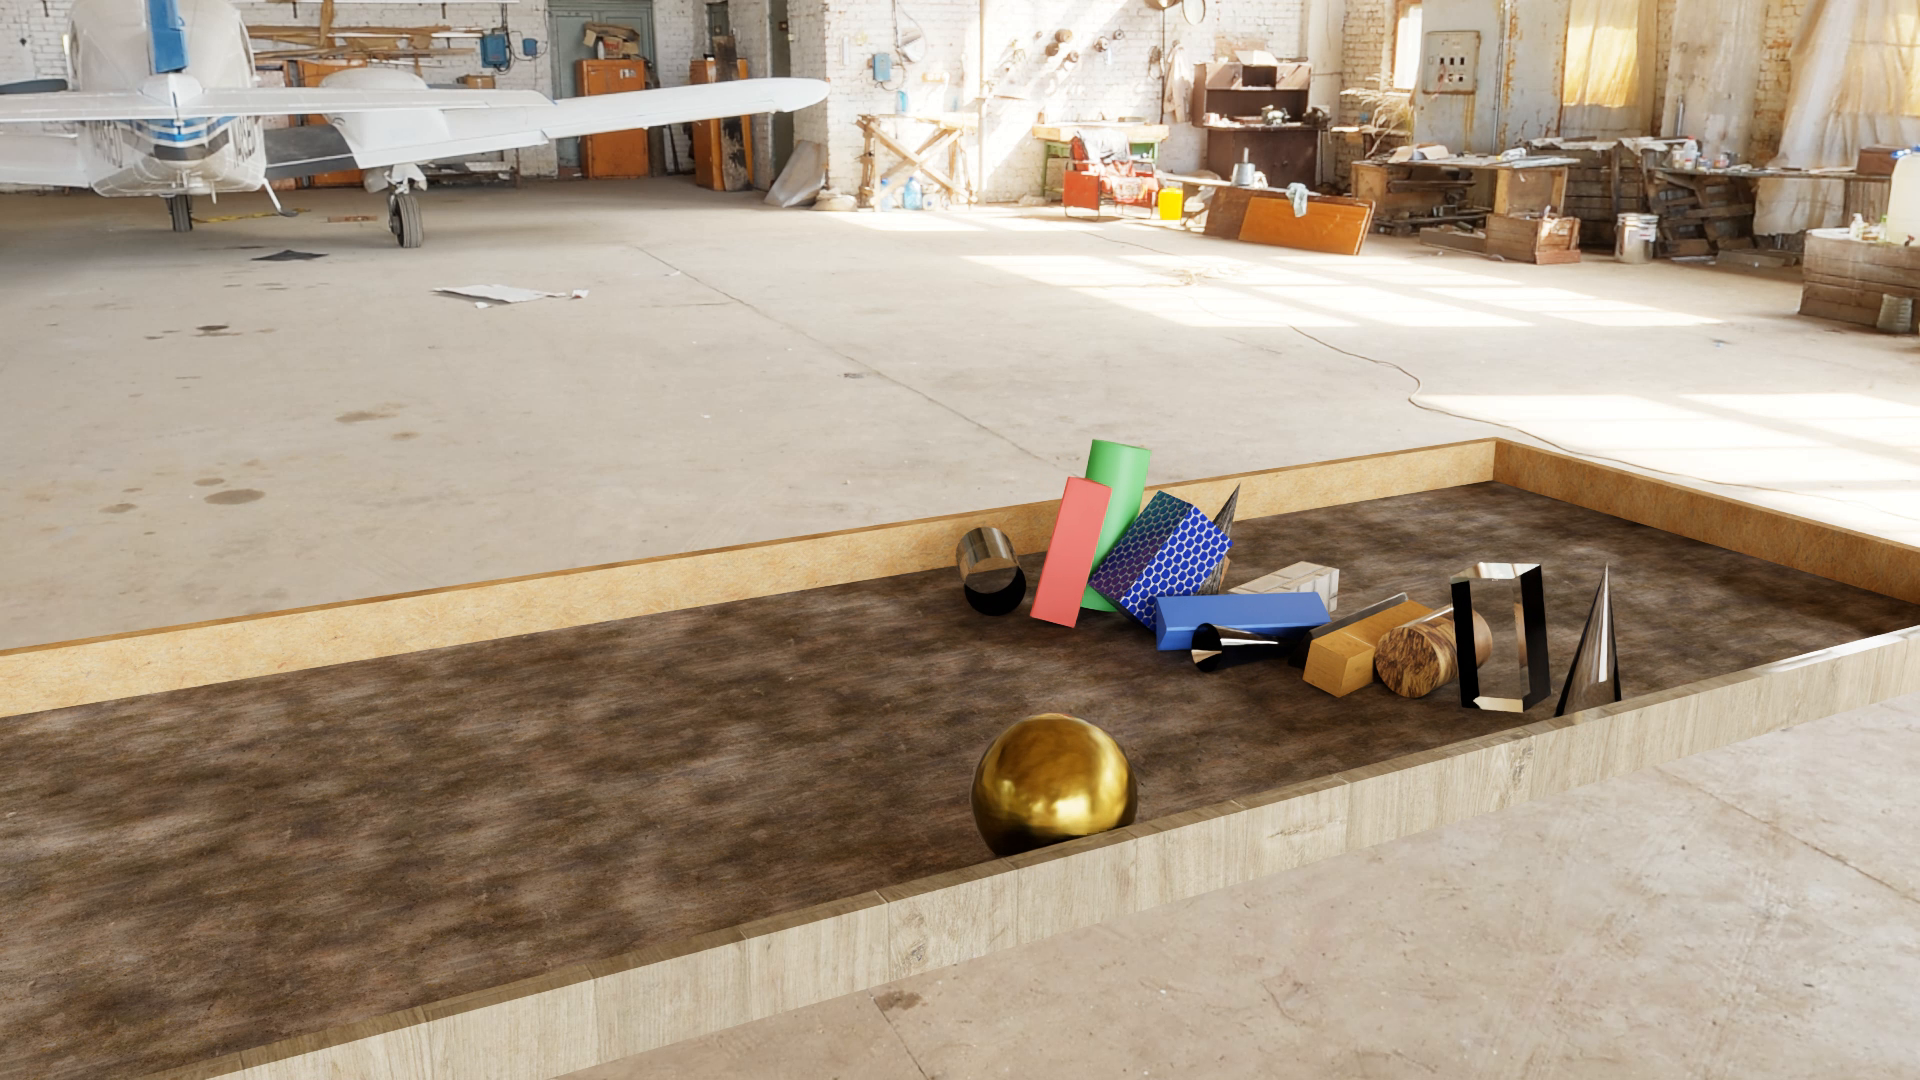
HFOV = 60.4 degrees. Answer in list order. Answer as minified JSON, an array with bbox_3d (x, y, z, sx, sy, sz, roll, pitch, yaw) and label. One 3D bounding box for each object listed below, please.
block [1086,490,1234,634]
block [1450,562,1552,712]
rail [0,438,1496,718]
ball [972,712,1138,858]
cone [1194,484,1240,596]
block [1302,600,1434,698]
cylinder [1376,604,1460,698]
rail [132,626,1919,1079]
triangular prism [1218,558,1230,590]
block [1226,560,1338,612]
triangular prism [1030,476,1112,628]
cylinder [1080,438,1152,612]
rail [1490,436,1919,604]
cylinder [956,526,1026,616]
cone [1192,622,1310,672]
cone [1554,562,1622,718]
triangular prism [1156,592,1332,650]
[{"bbox_3d":[0.545,0.064,4.498,0.179,0.327,0.179,40,-4,-29],"label":"block"},{"bbox_3d":[1.298,0.231,3.957,0.155,0.323,0.155,1,13,44],"label":"block"},{"bbox_3d":[-3.305,0.497,3.399,12.000,0.150,0.050,-9,18,-27],"label":"rail"},{"bbox_3d":[0.180,0.487,3.136,0.316,0.316,0.316,0,16,0],"label":"ball"},{"bbox_3d":[0.709,0.009,4.598,0.155,0.384,0.155,24,-5,2],"label":"cone"},{"bbox_3d":[1.061,0.273,4.205,0.458,0.108,0.108,-15,32,-42],"label":"block"},{"bbox_3d":[1.202,0.268,4.129,0.313,0.176,0.176,-15,22,-42],"label":"cylinder"},{"bbox_3d":[-2.336,1.006,1.665,12.000,0.150,0.050,-9,18,-27],"label":"rail"},{"bbox_3d":[0.739,0.086,4.919,0.088,0.077,0.406,4,17,15],"label":"triangular prism"},{"bbox_3d":[0.896,0.167,4.576,0.119,0.119,0.377,15,22,41],"label":"block"},{"bbox_3d":[0.304,0.027,4.557,0.124,0.398,0.107,15,8,-2],"label":"triangular prism"},{"bbox_3d":[0.410,-0.042,4.635,0.168,0.459,0.168,11,6,-1],"label":"cylinder"},{"bbox_3d":[2.466,-0.048,5.253,0.050,0.150,2.100,-9,18,-27],"label":"rail"},{"bbox_3d":[0.086,0.087,4.747,0.174,0.174,0.304,-1,16,-4],"label":"cylinder"},{"bbox_3d":[0.806,0.278,4.298,0.407,0.126,0.126,1,14,-29],"label":"cone"},{"bbox_3d":[1.459,0.248,3.777,0.166,0.415,0.166,0,16,0],"label":"cone"},{"bbox_3d":[0.740,0.200,4.350,0.437,0.120,0.139,-2,-26,-6],"label":"triangular prism"}]
